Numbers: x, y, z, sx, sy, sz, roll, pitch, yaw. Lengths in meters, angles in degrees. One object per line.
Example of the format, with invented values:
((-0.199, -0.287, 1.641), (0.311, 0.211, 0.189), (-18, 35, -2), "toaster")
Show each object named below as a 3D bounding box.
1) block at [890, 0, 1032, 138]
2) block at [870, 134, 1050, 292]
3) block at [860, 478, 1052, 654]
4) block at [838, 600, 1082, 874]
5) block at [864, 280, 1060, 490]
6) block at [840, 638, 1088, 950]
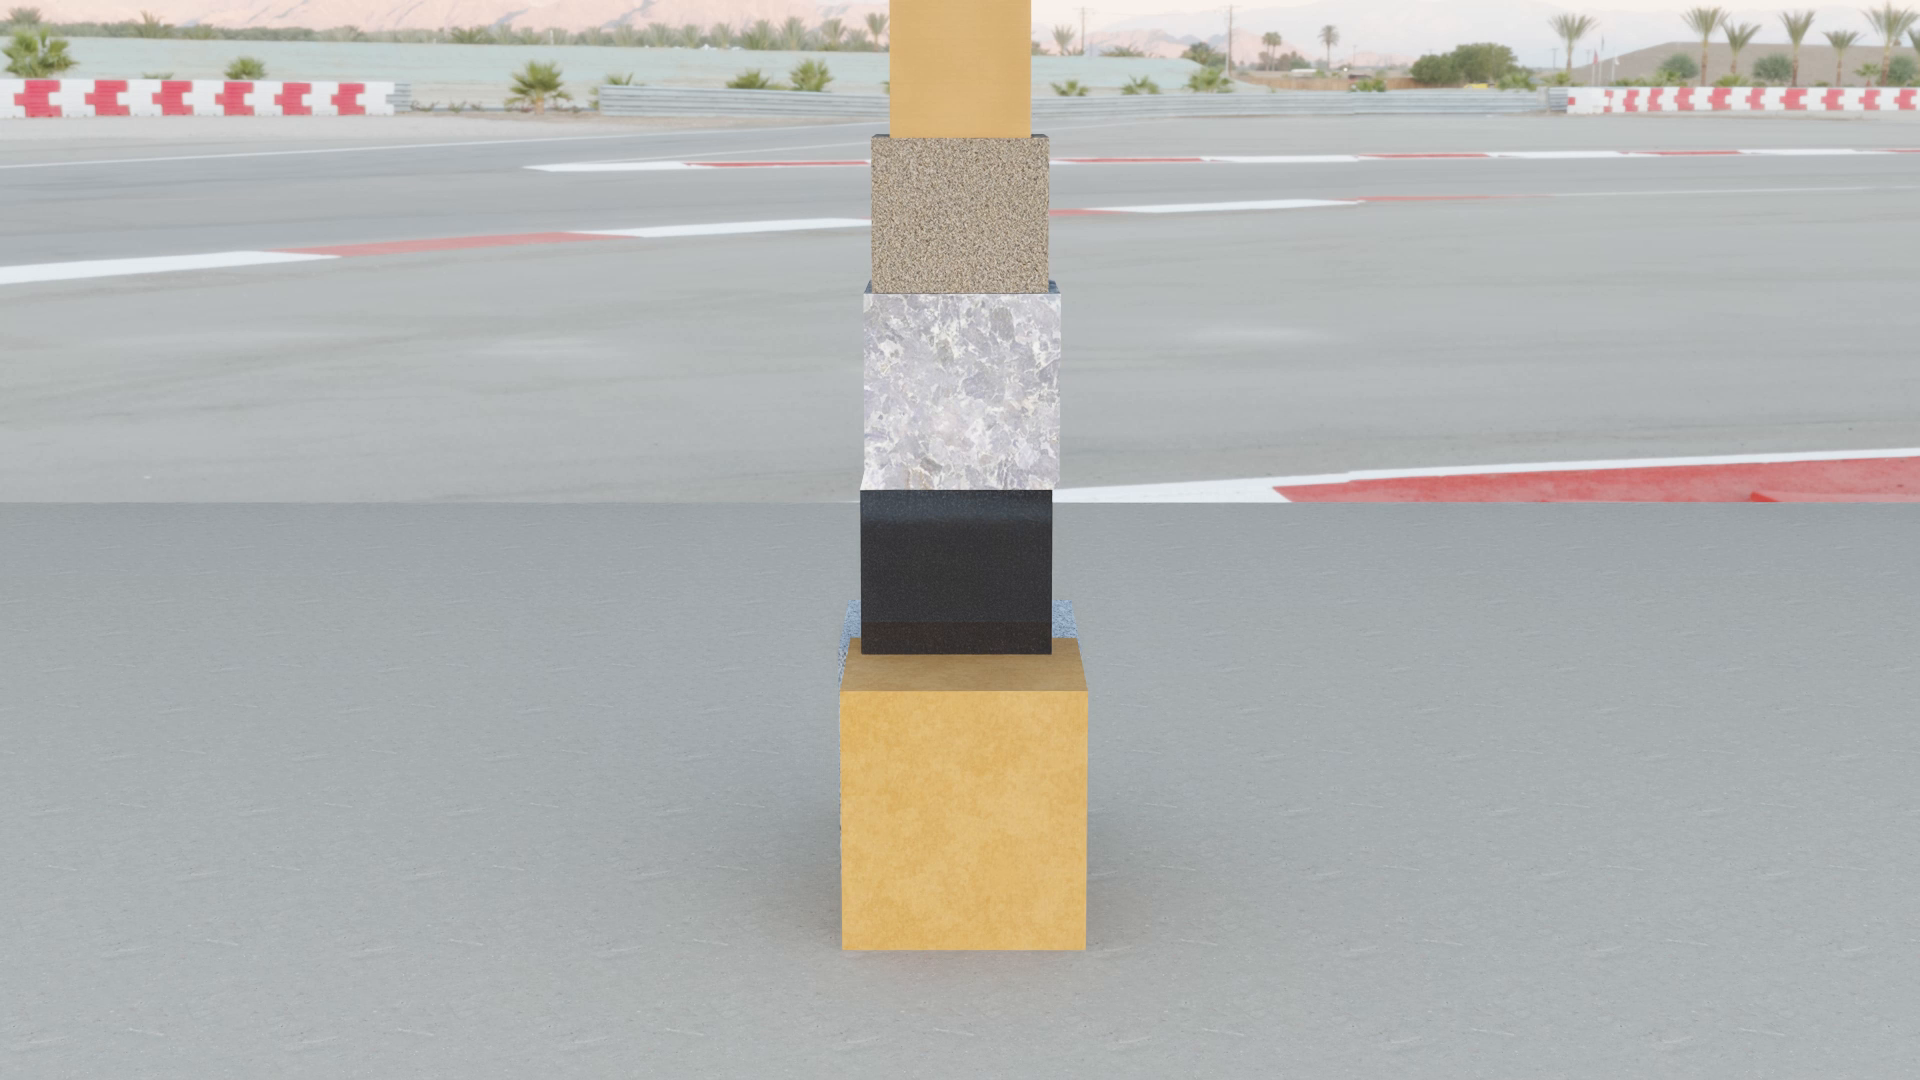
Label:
((0.001, -2.048, 10.814), (0.579, 0.680, 0.685), (0, 10, 0), "block")
((0.001, -1.399, 10.931), (0.734, 0.637, 0.672), (0, 10, 0), "block")
((-0.015, 0.067, 11.194), (0.807, 0.706, 0.788), (0, 10, 0), "block")
((0.000, 0.886, 11.847), (1.065, 1.018, 1.105), (0, 10, 0), "block")
((0.009, -0.683, 11.059), (0.816, 0.819, 0.758), (0, 10, 0), "block")
((0.016, 1.045, 10.804), (0.988, 1.079, 0.986), (0, 10, 0), "block")
